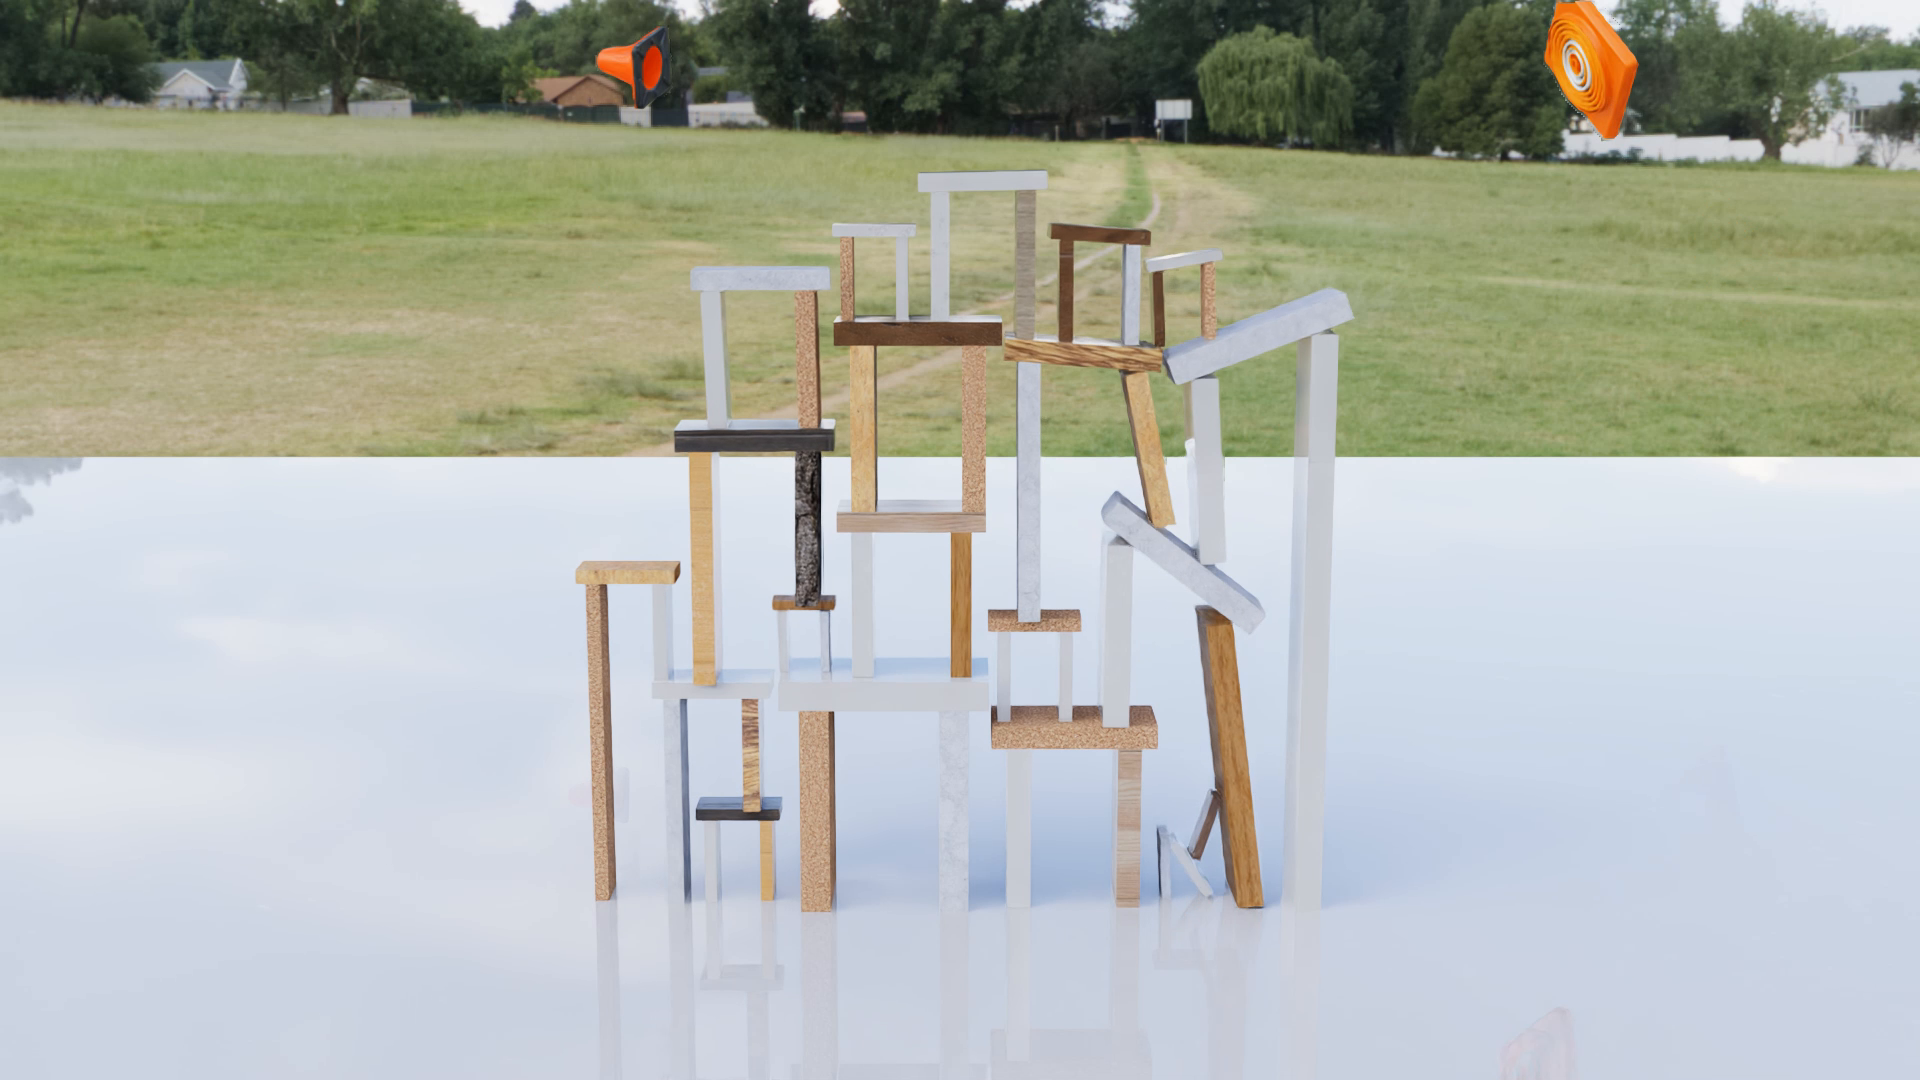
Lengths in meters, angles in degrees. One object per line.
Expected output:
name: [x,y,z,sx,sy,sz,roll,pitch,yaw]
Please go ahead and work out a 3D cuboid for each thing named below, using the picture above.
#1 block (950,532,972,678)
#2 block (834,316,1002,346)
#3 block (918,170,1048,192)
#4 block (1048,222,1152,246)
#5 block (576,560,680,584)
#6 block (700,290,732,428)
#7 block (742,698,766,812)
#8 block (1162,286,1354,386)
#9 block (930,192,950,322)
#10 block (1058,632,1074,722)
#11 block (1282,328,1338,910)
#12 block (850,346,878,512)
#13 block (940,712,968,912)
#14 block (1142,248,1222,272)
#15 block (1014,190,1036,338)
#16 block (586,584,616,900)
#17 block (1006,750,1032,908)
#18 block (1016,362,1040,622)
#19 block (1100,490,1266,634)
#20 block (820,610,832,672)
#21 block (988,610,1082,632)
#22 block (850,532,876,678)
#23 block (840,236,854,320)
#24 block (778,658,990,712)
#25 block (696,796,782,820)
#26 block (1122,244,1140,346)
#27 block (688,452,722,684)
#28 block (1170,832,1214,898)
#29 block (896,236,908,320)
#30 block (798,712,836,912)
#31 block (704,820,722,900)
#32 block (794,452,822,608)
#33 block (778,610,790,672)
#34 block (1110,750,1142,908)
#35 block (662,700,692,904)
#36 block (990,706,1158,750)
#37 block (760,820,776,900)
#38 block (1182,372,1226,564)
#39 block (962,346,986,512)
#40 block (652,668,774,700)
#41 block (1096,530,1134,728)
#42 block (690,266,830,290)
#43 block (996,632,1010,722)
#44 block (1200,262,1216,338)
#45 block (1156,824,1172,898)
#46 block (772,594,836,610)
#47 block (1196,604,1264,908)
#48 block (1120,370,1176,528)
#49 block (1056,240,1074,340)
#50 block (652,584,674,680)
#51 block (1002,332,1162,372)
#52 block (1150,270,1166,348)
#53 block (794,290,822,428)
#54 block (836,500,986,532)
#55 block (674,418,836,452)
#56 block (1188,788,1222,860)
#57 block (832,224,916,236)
block: [0.002,0.094,3.578,0.034,0.238,0.119,0,11,0]
block: [-0.066,-0.334,3.501,0.264,0.037,0.132,0,11,0]
block: [0.035,-0.564,3.453,0.201,0.028,0.100,-1,11,0]
block: [0.219,-0.483,3.471,0.157,0.022,0.078,4,10,-2]
block: [-0.539,0.053,3.574,0.159,0.023,0.080,0,11,0]
block: [-0.388,-0.292,3.505,0.031,0.217,0.108,-2,10,-2]
block: [-0.340,0.342,3.621,0.027,0.191,0.095,0,10,0]
block: [0.468,-0.325,3.496,0.294,0.042,0.147,-21,10,3]
block: [-0.031,-0.450,3.474,0.028,0.201,0.100,0,11,0]
block: [0.172,0.215,3.597,0.021,0.150,0.075,0,11,0]
block: [0.569,0.129,3.581,0.042,0.940,0.147,0,11,0]
block: [-0.154,-0.186,3.528,0.037,0.264,0.132,0,11,0]
block: [-0.010,0.425,3.635,0.048,0.338,0.169,0,11,0]
block: [0.352,-0.443,3.477,0.119,0.017,0.059,-10,10,0]
block: [0.102,-0.438,3.476,0.028,0.230,0.100,0,11,-1]
block: [-0.591,0.326,3.625,0.023,0.534,0.080,0,11,0]
block: [0.096,0.458,3.645,0.038,0.268,0.134,0,11,0]
block: [0.110,-0.084,3.543,0.035,0.415,0.124,0,10,0]
block: [0.360,0.035,3.565,0.297,0.042,0.148,37,8,-4]
block: [-0.219,0.161,3.589,0.014,0.102,0.051,-1,10,1]
block: [0.121,0.131,3.582,0.150,0.021,0.075,0,11,0]
block: [-0.157,0.094,3.578,0.034,0.238,0.119,0,11,0]
block: [-0.178,-0.416,3.486,0.018,0.131,0.065,0,11,0]
block: [-0.122,0.235,3.600,0.338,0.048,0.169,0,11,0]
block: [-0.365,0.445,3.643,0.138,0.020,0.069,0,11,0]
block: [0.271,-0.390,3.488,0.022,0.157,0.078,0,11,0]
block: [-0.411,0.036,3.563,0.036,0.377,0.126,0,10,-1]
block: [0.383,0.541,3.665,0.015,0.109,0.054,-34,9,6]
block: [-0.091,-0.416,3.486,0.018,0.131,0.065,0,11,0]
block: [-0.235,0.425,3.635,0.048,0.338,0.169,0,11,0]
block: [-0.411,0.522,3.656,0.020,0.138,0.069,0,11,0]
block: [-0.245,-0.028,3.558,0.036,0.251,0.126,0,10,-1]
block: [-0.287,0.161,3.589,0.014,0.102,0.051,-1,10,1]
block: [0.275,0.458,3.645,0.038,0.268,0.134,0,11,0]
block: [-0.467,0.420,3.634,0.027,0.348,0.095,0,11,0]
block: [0.186,0.308,3.617,0.268,0.038,0.134,0,11,0]
block: [-0.319,0.522,3.656,0.020,0.138,0.069,0,11,0]
block: [0.392,-0.120,3.534,0.042,0.294,0.147,-4,10,0]
block: [0.022,-0.186,3.529,0.037,0.264,0.132,0,11,0]
block: [-0.403,0.235,3.600,0.191,0.027,0.095,0,11,-1]
block: [0.252,0.143,3.588,0.042,0.297,0.148,1,10,0]
block: [-0.316,-0.415,3.485,0.217,0.031,0.108,-1,10,-5]
block: [0.071,0.215,3.597,0.021,0.150,0.075,0,11,0]
block: [0.394,-0.382,3.488,0.017,0.119,0.059,-2,10,0]
block: [0.340,0.535,3.664,0.015,0.109,0.054,-3,11,1]
block: [-0.254,0.102,3.589,0.102,0.014,0.051,0,10,-1]
block: [0.443,0.353,3.621,0.042,0.479,0.149,-8,12,0]
block: [0.301,-0.153,3.531,0.035,0.248,0.124,-11,11,1]
block: [0.167,-0.398,3.486,0.022,0.157,0.078,0,11,0]
block: [-0.485,0.142,3.591,0.023,0.159,0.080,0,11,-1]
block: [0.193,-0.300,3.502,0.248,0.035,0.124,4,10,-1]
block: [0.313,-0.369,3.490,0.017,0.119,0.059,-3,10,1]
block: [-0.243,-0.293,3.509,0.031,0.217,0.108,-1,10,0]
block: [-0.077,-0.039,3.554,0.238,0.034,0.119,0,11,0]
block: [-0.327,-0.168,3.529,0.251,0.036,0.126,-1,10,-2]
block: [0.406,0.473,3.655,0.015,0.109,0.054,18,7,-4]
block: [-0.135,-0.490,3.472,0.130,0.018,0.065,0,11,0]
